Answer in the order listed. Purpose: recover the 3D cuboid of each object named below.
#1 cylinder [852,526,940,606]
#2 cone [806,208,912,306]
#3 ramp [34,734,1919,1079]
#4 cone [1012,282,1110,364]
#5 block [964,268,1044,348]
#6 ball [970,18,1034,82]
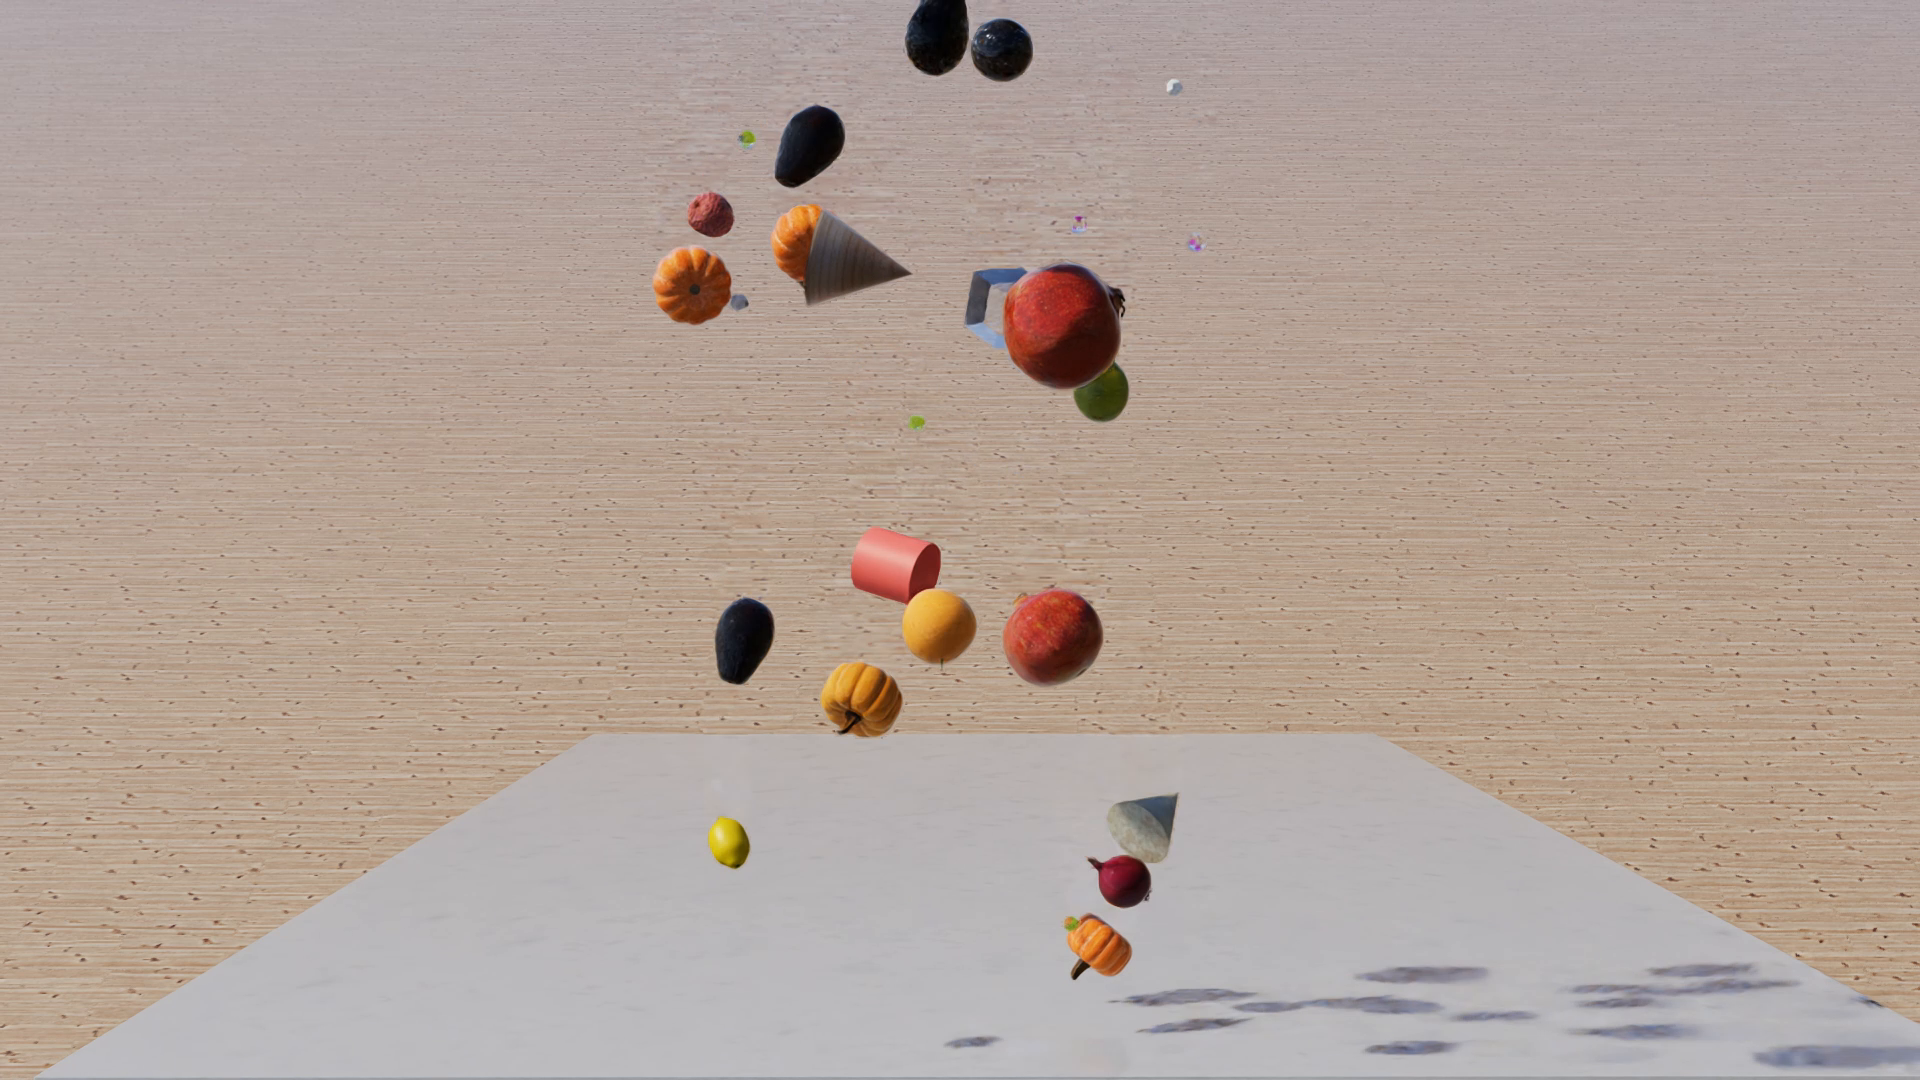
[{"bbox_3d":[-0.067,0.028,2.714,0.069,0.069,0.069,16,32,24],"label":"cylinder"},{"bbox_3d":[-0.089,-0.256,2.413,0.092,0.092,0.092,11,29,6],"label":"cone"},{"bbox_3d":[0.063,0.569,4.609,2.000,0.100,4.000,0,1,0],"label":"ramp"},{"bbox_3d":[0.117,-0.245,2.715,0.092,0.092,0.092,-23,33,-9],"label":"cone"},{"bbox_3d":[0.053,-0.252,2.801,0.064,0.064,0.064,-7,31,-31],"label":"block"},{"bbox_3d":[0.036,-0.423,2.229,0.054,0.054,0.054,0,28,0],"label":"ball"}]
